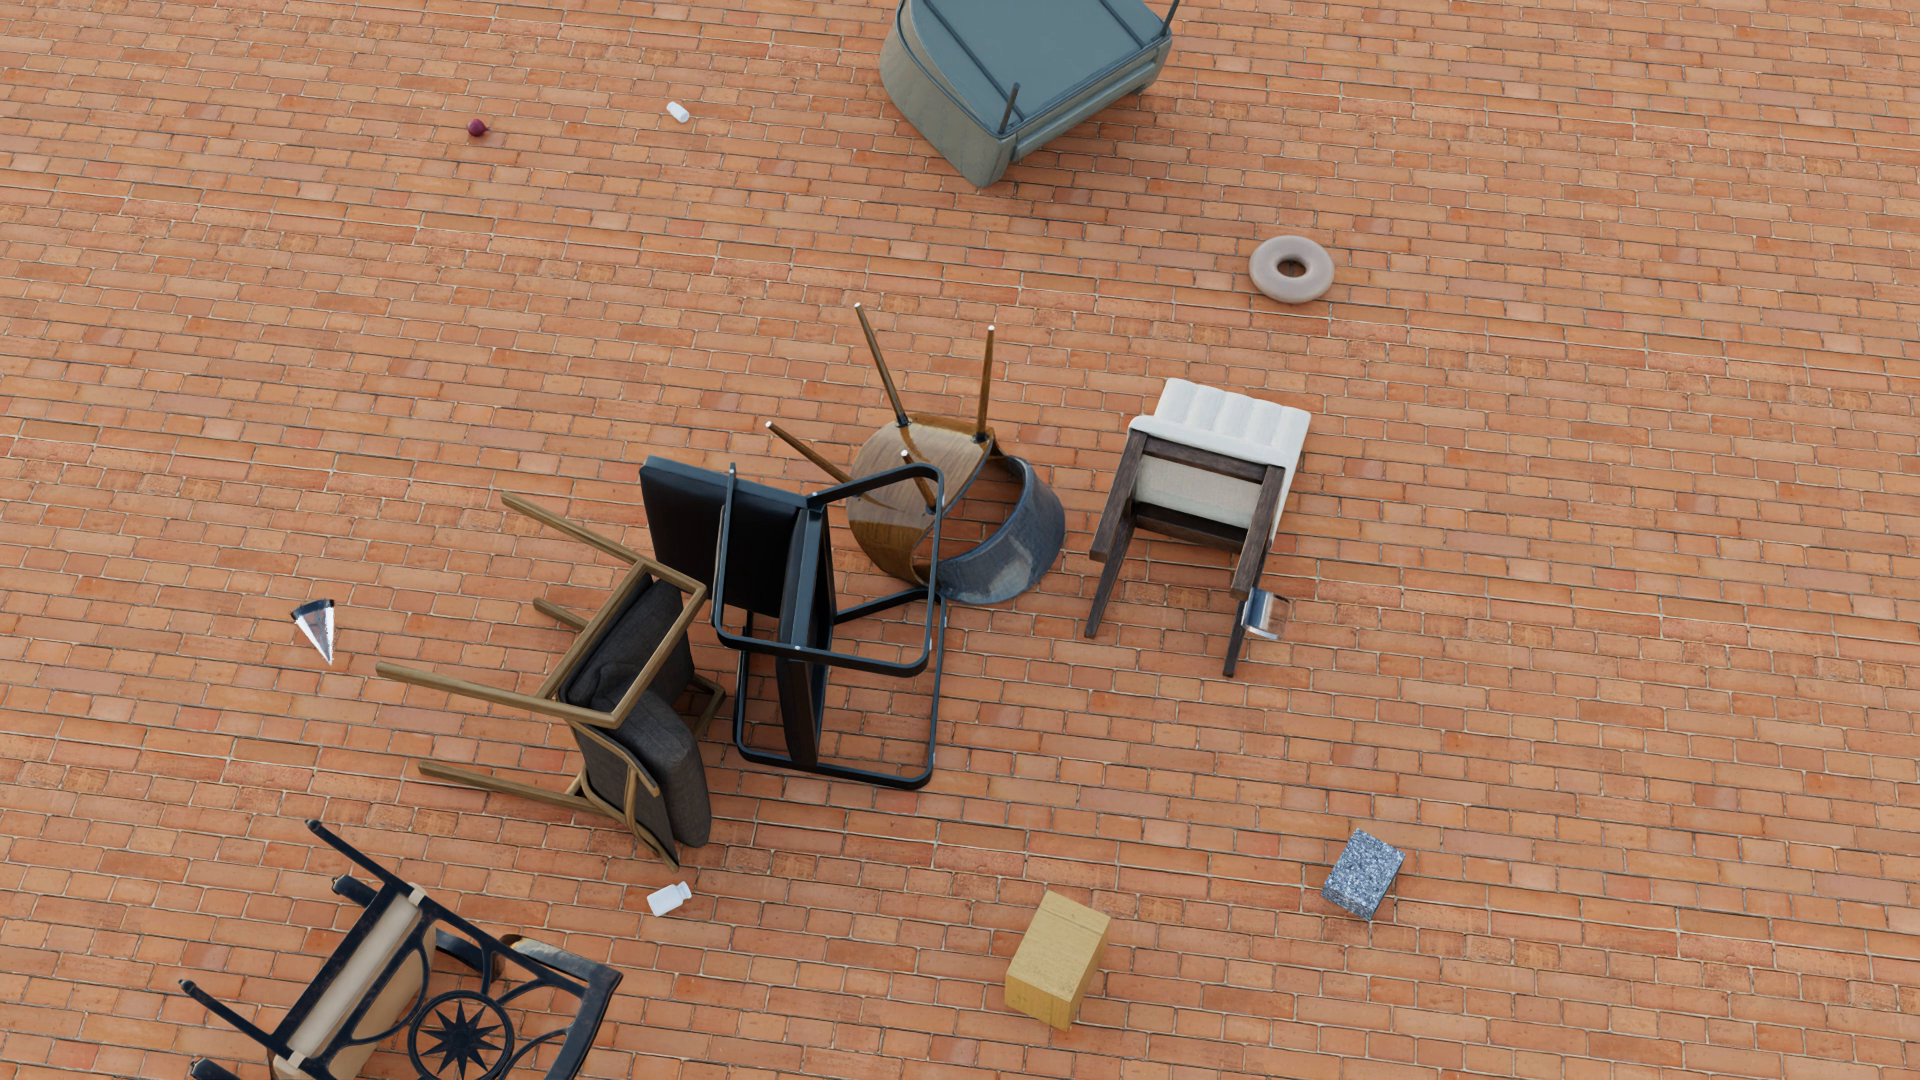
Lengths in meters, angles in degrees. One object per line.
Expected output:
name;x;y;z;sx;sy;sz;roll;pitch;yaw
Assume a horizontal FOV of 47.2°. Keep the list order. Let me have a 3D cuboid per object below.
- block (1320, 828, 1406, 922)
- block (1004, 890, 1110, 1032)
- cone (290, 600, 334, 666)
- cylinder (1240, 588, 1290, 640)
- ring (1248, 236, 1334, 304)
block;1.086;0.902;5.924;0.147;0.074;0.196;28;60;17
block;0.253;1.094;5.718;0.179;0.202;0.258;22;59;14
cone;-1.846;0.280;6.362;0.130;0.083;0.189;-19;71;-14
cylinder;0.878;0.212;6.317;0.085;0.186;0.109;4;77;42
ring;1.074;-0.877;7.118;0.279;0.074;0.275;18;57;13
